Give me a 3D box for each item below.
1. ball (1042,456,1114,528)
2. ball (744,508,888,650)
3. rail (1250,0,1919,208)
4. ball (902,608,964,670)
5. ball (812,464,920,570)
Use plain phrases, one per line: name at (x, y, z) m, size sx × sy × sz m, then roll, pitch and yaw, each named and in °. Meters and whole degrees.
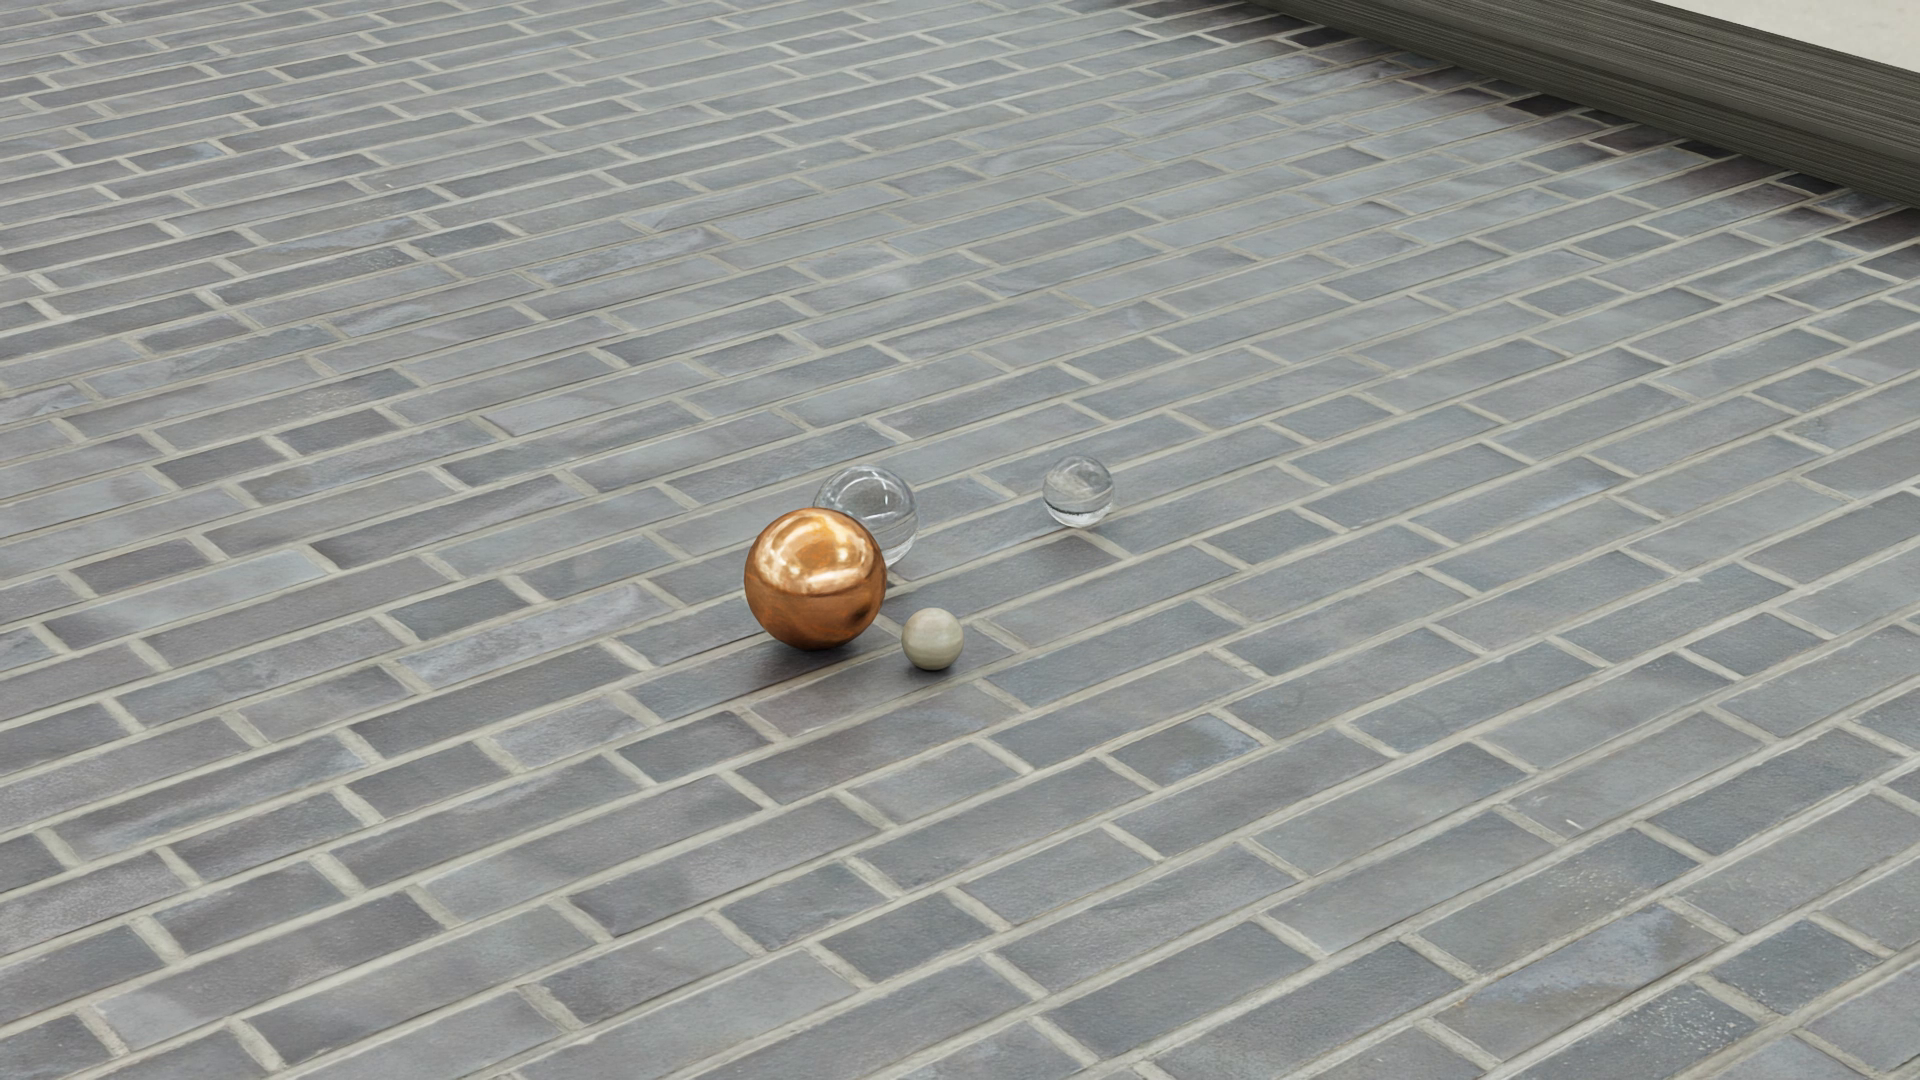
ball at (0.088, -0.036, 2.195) m, size 0.054 × 0.054 × 0.054 m, roll 0°, pitch 26°, yaw 0°
ball at (-0.099, 0.027, 2.012) m, size 0.098 × 0.098 × 0.098 m, roll 0°, pitch 26°, yaw 0°
rail at (0.315, -0.707, 3.501) m, size 0.045 × 0.129 × 4.183 m, roll -19°, pitch 31°, yaw -34°
ball at (-0.018, 0.067, 1.992) m, size 0.043 × 0.043 × 0.043 m, roll 0°, pitch 26°, yaw 0°
ball at (-0.069, -0.015, 2.121) m, size 0.079 × 0.079 × 0.079 m, roll 0°, pitch 26°, yaw 0°
